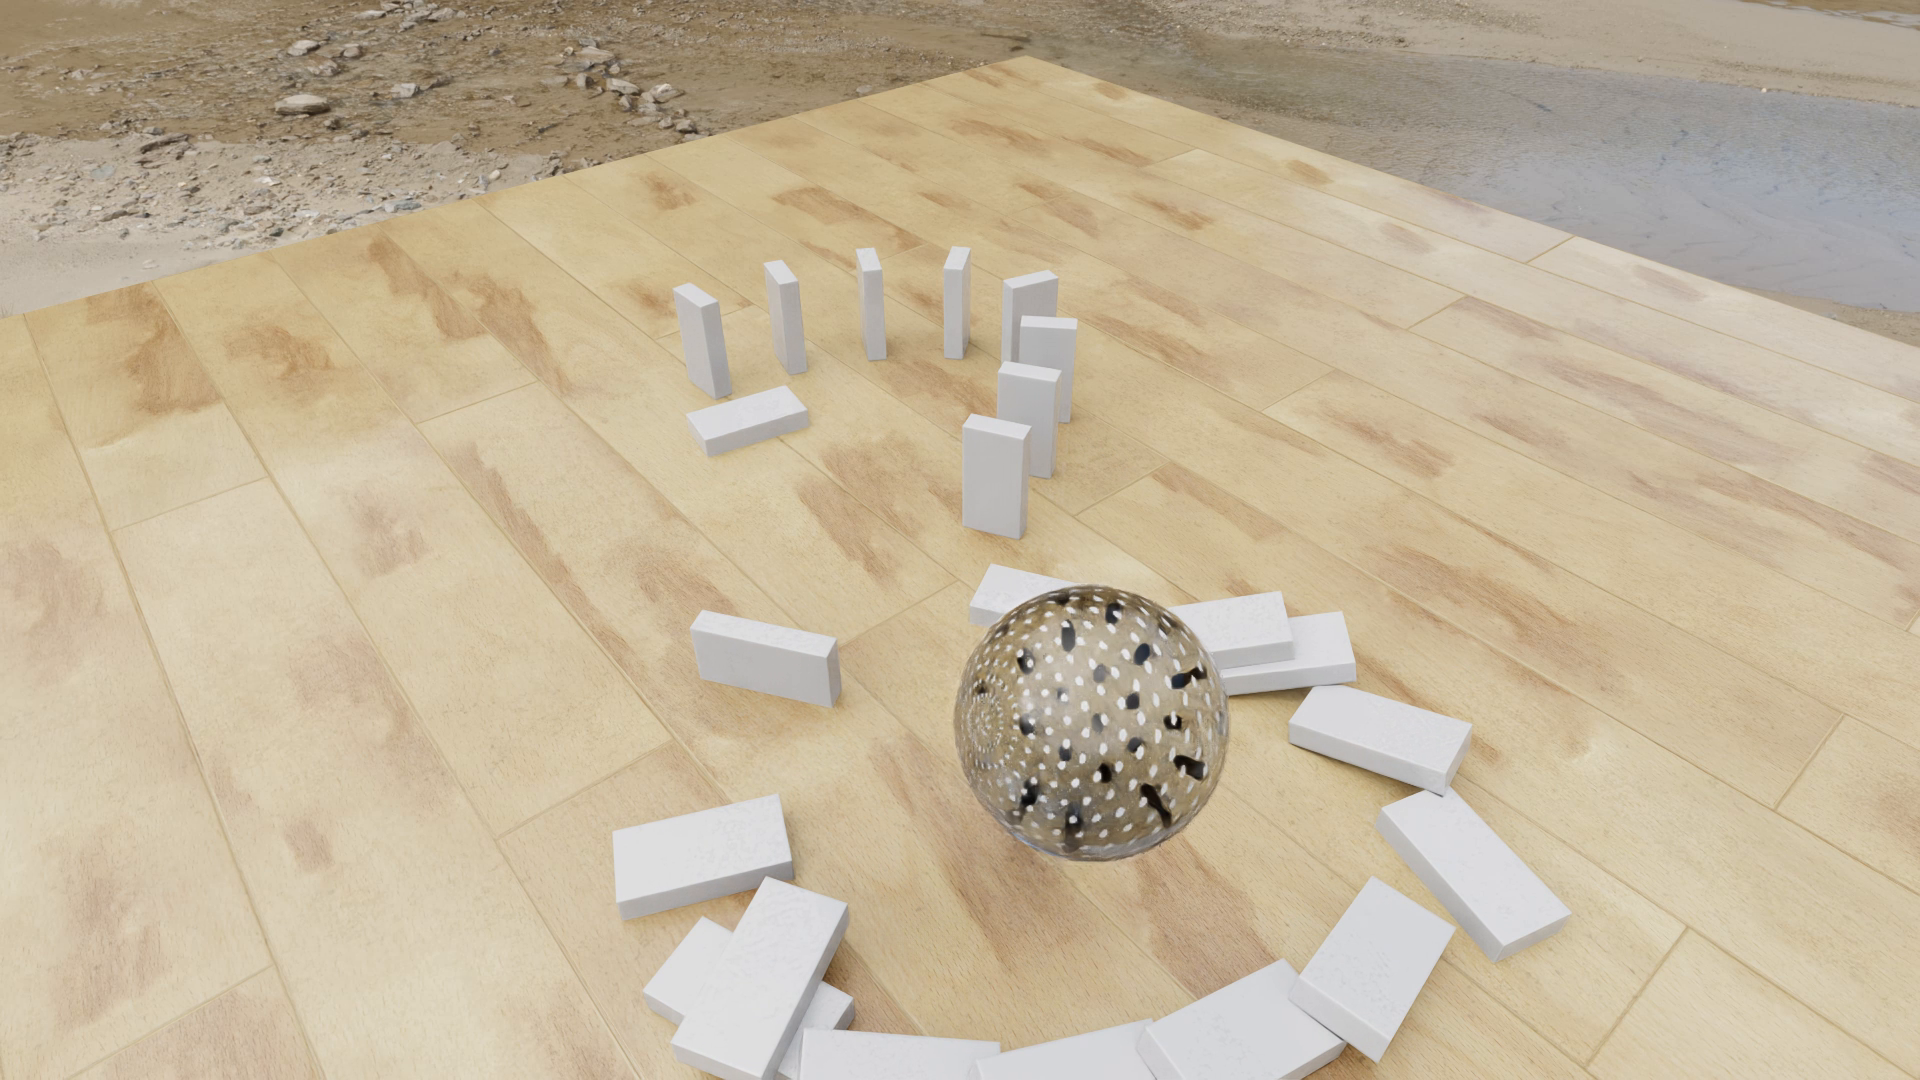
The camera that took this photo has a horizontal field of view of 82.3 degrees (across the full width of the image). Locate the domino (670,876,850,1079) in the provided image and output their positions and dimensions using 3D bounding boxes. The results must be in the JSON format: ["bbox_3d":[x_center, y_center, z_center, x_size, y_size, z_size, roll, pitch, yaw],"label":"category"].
[{"bbox_3d":[-0.051,0.115,0.288,0.025,0.010,0.050,13,41,15],"label":"domino"}]

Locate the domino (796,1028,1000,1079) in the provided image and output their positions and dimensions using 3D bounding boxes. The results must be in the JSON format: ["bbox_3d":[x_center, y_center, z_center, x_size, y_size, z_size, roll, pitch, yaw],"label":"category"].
[{"bbox_3d":[-0.015,0.136,0.269,0.050,0.010,0.025,8,38,-9],"label":"domino"}]

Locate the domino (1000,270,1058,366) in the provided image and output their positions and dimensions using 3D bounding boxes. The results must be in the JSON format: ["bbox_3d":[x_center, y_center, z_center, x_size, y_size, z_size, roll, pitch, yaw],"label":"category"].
[{"bbox_3d":[0.034,-0.105,0.540,0.025,0.050,0.010,-18,43,-20],"label":"domino"}]

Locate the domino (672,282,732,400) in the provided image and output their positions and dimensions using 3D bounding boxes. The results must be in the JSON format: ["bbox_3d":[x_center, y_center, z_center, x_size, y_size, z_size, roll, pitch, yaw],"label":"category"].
[{"bbox_3d":[-0.123,-0.095,0.527,0.010,0.050,0.025,-29,48,-31],"label":"domino"}]

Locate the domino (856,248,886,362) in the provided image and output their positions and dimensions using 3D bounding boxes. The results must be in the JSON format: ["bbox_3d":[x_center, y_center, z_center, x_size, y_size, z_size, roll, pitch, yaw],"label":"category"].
[{"bbox_3d":[-0.045,-0.119,0.557,0.010,0.050,0.025,-8,40,-9],"label":"domino"}]

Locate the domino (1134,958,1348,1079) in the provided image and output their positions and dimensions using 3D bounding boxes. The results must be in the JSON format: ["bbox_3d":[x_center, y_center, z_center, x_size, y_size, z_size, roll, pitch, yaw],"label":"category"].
[{"bbox_3d":[0.072,0.127,0.279,0.050,0.010,0.025,-9,38,-32],"label":"domino"}]

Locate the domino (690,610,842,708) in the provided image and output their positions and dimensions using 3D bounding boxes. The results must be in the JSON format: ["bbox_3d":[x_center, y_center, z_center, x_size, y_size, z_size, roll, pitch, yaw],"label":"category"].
[{"bbox_3d":[-0.067,0.041,0.381,0.050,0.025,0.009,10,40,12],"label":"domino"}]

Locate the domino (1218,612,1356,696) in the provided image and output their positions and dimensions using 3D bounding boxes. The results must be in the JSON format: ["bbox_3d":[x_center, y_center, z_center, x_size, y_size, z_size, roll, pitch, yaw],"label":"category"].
[{"bbox_3d":[0.110,0.040,0.385,0.050,0.009,0.025,-9,38,13],"label":"domino"}]

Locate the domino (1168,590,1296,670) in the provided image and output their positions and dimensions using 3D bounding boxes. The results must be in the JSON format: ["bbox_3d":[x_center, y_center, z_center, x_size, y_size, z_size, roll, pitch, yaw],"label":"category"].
[{"bbox_3d":[0.090,0.033,0.386,0.050,0.010,0.025,-10,37,12],"label":"domino"}]

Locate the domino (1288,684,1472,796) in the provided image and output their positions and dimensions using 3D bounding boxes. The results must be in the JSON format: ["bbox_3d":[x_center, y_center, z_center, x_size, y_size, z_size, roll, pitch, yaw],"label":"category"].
[{"bbox_3d":[0.136,0.063,0.358,0.050,0.009,0.025,16,40,37],"label":"domino"}]

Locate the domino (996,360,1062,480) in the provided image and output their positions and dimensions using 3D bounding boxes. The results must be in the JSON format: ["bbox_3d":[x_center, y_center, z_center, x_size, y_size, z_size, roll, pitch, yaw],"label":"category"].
[{"bbox_3d":[0.029,-0.051,0.474,0.025,0.050,0.010,12,41,14],"label":"domino"}]

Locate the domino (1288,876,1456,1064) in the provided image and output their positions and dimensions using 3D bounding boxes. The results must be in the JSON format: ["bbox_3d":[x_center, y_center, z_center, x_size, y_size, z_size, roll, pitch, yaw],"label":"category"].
[{"bbox_3d":[0.112,0.114,0.296,0.025,0.010,0.050,30,36,30],"label":"domino"}]

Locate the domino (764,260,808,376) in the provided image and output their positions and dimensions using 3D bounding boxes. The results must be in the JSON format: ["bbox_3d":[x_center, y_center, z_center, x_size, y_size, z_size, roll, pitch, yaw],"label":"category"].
[{"bbox_3d":[-0.086,-0.110,0.546,0.010,0.050,0.025,-16,42,-19],"label":"domino"}]

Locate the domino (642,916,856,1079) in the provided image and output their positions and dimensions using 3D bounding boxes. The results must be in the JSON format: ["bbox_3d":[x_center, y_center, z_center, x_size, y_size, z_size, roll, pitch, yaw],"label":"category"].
[{"bbox_3d":[-0.056,0.123,0.293,0.050,0.010,0.025,19,43,22],"label":"domino"}]

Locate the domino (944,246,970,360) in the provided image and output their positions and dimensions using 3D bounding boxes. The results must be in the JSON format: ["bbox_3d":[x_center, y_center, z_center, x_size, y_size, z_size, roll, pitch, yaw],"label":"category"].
[{"bbox_3d":[-0.001,-0.120,0.558,0.010,0.050,0.025,6,40,7],"label":"domino"}]

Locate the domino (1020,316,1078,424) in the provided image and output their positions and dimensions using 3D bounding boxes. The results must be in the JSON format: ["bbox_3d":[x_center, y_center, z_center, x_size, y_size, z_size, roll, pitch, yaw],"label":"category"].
[{"bbox_3d":[0.040,-0.078,0.507,0.025,0.050,0.009,4,40,5],"label":"domino"}]

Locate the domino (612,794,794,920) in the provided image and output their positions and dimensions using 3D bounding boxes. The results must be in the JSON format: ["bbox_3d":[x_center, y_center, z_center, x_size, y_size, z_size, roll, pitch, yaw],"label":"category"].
[{"bbox_3d":[-0.077,0.094,0.329,0.050,0.010,0.025,-10,40,-12],"label":"domino"}]

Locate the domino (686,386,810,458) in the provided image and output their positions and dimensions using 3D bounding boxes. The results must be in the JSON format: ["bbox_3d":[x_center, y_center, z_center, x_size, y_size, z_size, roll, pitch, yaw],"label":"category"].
[{"bbox_3d":[-0.099,-0.056,0.511,0.050,0.009,0.025,-20,44,-23],"label":"domino"}]

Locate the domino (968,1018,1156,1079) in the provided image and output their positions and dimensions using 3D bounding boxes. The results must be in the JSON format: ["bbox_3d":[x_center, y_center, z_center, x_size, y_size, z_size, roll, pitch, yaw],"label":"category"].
[{"bbox_3d":[0.030,0.136,0.269,0.050,0.010,0.025,-2,37,-23],"label":"domino"}]

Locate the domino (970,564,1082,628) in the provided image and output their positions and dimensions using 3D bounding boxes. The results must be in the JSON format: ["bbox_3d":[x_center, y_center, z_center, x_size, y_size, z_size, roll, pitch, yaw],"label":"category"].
[{"bbox_3d":[0.031,0.025,0.412,0.050,0.009,0.025,13,41,15],"label":"domino"}]

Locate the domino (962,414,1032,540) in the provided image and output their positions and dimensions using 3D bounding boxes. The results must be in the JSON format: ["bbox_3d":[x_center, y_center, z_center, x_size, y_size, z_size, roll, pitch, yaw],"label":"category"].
[{"bbox_3d":[0.014,-0.025,0.442,0.025,0.050,0.009,14,41,16],"label":"domino"}]

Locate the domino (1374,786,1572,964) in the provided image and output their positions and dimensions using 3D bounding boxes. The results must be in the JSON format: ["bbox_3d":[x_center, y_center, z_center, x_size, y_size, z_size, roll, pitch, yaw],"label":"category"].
[{"bbox_3d":[0.150,0.097,0.325,0.025,0.010,0.050,-15,42,-18],"label":"domino"}]

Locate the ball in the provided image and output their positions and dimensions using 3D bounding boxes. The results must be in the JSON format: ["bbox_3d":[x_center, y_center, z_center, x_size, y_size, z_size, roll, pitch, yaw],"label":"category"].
[{"bbox_3d":[0.038,0.053,0.323,0.080,0.080,0.080,0,39,0],"label":"ball"}]
